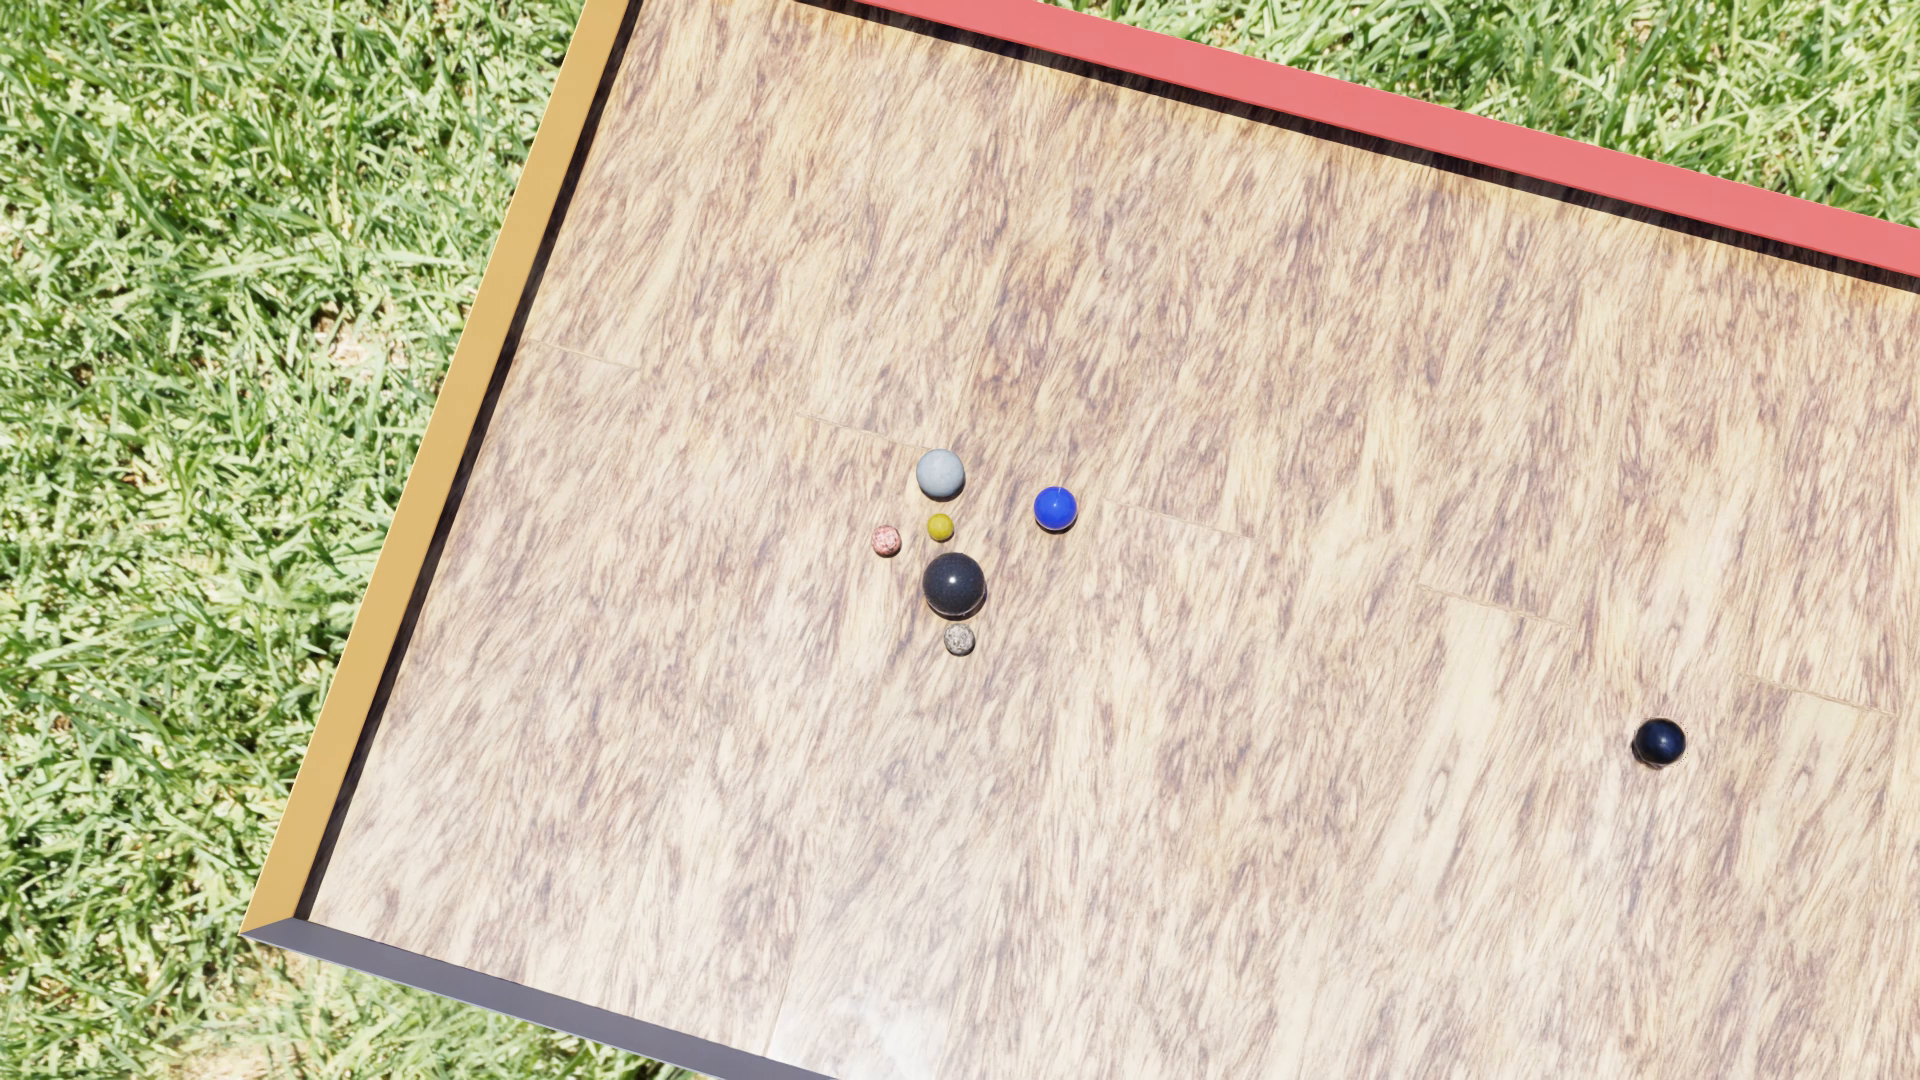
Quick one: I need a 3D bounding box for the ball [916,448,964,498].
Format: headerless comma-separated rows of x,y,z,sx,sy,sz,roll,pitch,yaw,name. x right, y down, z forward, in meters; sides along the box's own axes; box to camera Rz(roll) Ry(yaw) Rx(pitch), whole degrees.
-0.031,-0.103,3.384,0.075,0.075,0.075,0,74,0,ball

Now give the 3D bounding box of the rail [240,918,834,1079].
0.547,0.988,3.052,3.252,0.126,0.045,16,75,4,rail

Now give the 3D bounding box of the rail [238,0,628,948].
-0.758,-0.220,3.389,0.045,0.126,1.731,16,75,4,rail

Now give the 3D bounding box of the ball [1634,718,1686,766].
1.043,0.301,3.272,0.074,0.074,0.074,0,74,0,ball

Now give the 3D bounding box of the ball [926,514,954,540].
-0.030,-0.020,3.378,0.042,0.042,0.042,0,74,0,ball

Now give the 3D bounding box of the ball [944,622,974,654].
-0.001,0.149,3.328,0.048,0.048,0.048,0,74,0,ball

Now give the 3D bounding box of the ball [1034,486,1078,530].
0.146,-0.049,3.372,0.068,0.068,0.068,0,74,0,ball

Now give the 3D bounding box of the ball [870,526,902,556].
-0.114,0.000,3.370,0.047,0.047,0.047,0,74,0,ball

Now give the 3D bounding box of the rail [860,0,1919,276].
1.015,-0.571,3.487,3.252,0.126,0.045,16,75,4,rail

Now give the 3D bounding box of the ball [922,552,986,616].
-0.010,0.066,3.325,0.097,0.097,0.097,0,74,0,ball
